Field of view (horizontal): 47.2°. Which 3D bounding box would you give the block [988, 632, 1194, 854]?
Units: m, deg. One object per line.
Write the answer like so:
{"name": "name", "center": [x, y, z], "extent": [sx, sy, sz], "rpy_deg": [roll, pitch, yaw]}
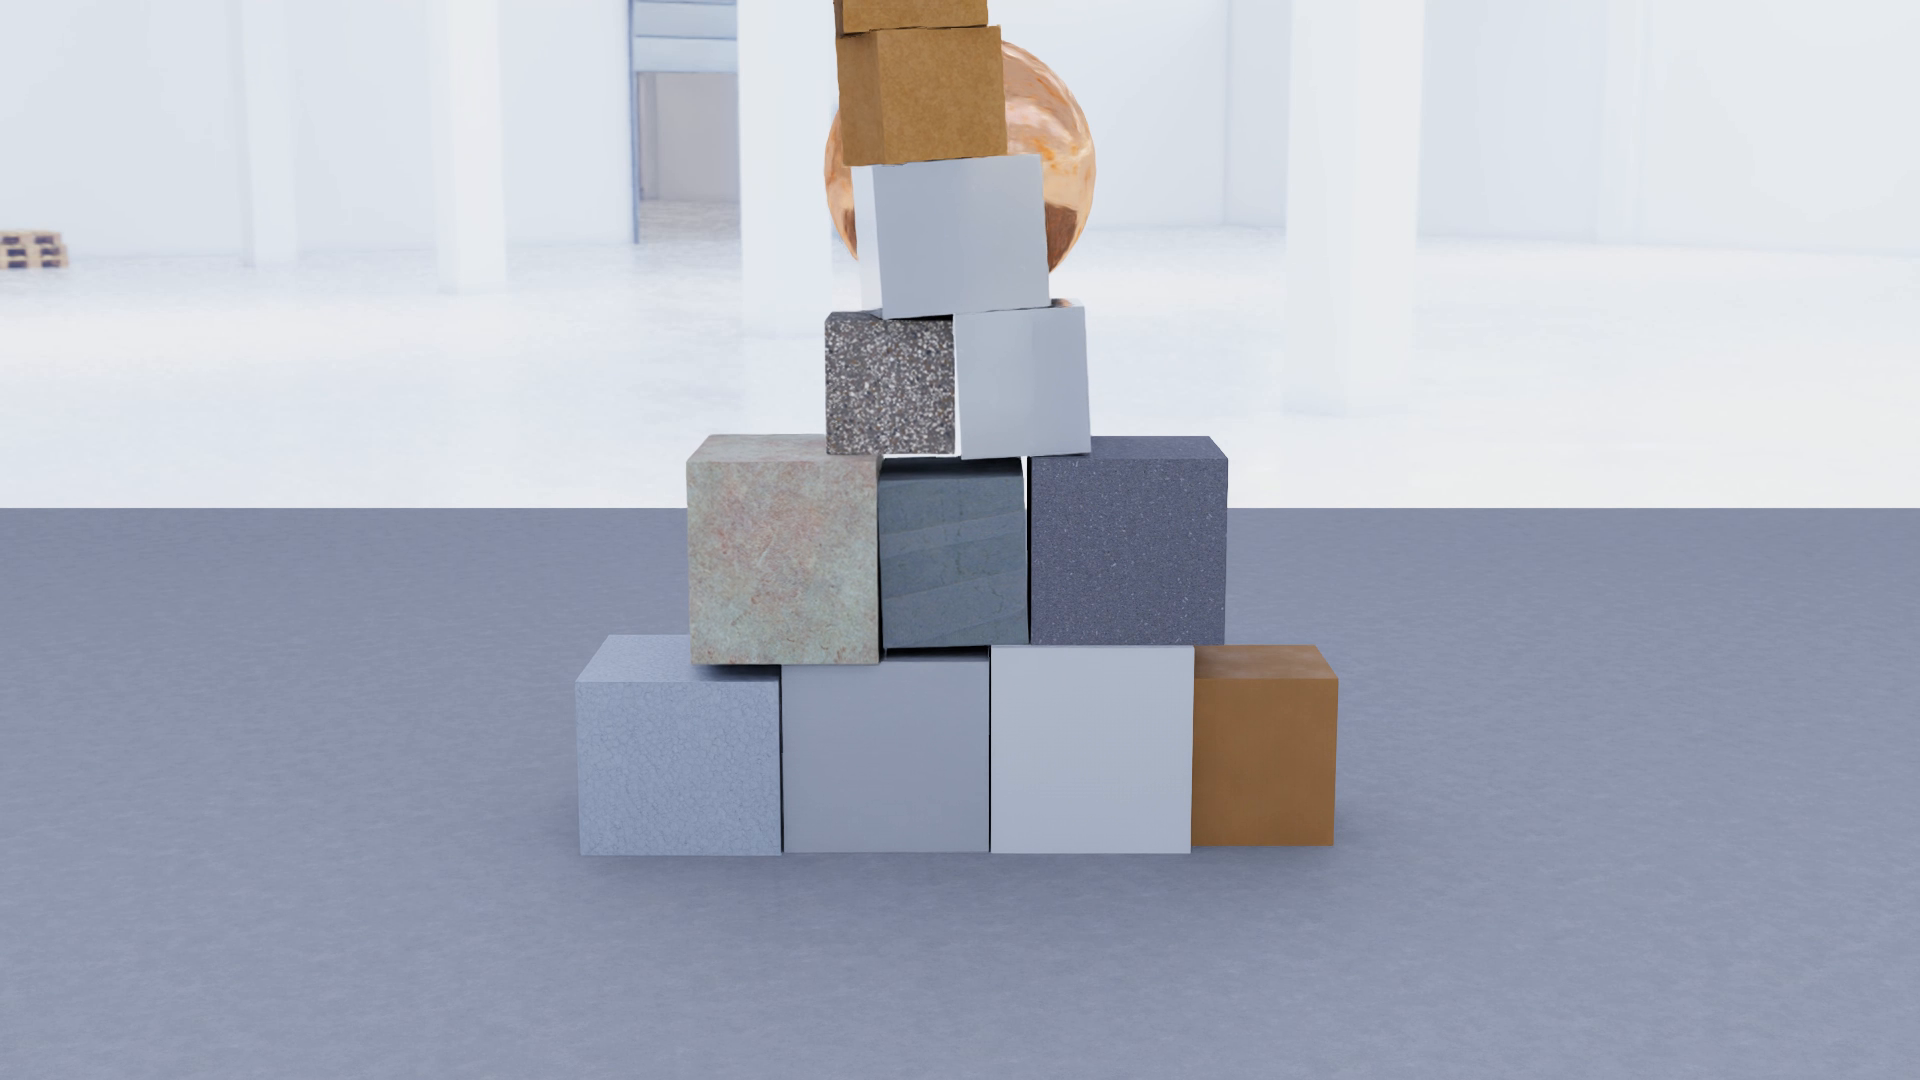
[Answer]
{"name": "block", "center": [0.652, 0.960, 11.354], "extent": [0.996, 1.049, 0.973], "rpy_deg": [0, 10, 0]}

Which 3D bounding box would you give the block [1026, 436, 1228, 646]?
{"name": "block", "center": [0.827, -0.013, 11.179], "extent": [0.955, 0.929, 0.845], "rpy_deg": [0, 10, 0]}

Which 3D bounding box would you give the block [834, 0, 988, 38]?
{"name": "block", "center": [-0.271, -2.901, 10.682], "extent": [0.689, 0.859, 0.734], "rpy_deg": [-5, 10, -5]}

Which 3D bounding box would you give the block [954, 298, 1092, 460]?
{"name": "block", "center": [0.306, -0.821, 11.035], "extent": [0.634, 0.714, 0.714], "rpy_deg": [-3, 10, 1]}

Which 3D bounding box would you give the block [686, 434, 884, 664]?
{"name": "block", "center": [-0.860, 0.024, 11.178], "extent": [0.916, 1.001, 1.024], "rpy_deg": [0, 10, 0]}

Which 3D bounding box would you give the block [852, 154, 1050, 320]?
{"name": "block", "center": [-0.057, -1.519, 10.937], "extent": [0.821, 0.732, 0.798], "rpy_deg": [-6, 10, -9]}

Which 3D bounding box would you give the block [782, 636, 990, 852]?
{"name": "block", "center": [-0.367, 0.992, 11.378], "extent": [1.020, 0.977, 0.982], "rpy_deg": [0, 10, 0]}

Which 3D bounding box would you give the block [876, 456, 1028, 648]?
{"name": "block", "center": [-0.032, 0.041, 11.176], "extent": [0.716, 0.835, 0.804], "rpy_deg": [-2, 10, 1]}

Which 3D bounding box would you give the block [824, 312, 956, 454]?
{"name": "block", "center": [-0.342, -0.799, 11.060], "extent": [0.631, 0.656, 0.624], "rpy_deg": [0, 10, 0]}

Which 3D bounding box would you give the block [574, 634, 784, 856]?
{"name": "block", "center": [-1.388, 1.039, 11.374], "extent": [0.997, 0.887, 1.047], "rpy_deg": [0, 10, 0]}

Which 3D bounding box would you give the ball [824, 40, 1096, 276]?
{"name": "ball", "center": [0.000, -2.154, 12.897], "extent": [1.600, 1.600, 1.600], "rpy_deg": [0, 10, 0]}

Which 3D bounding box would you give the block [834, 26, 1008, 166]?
{"name": "block", "center": [-0.192, -2.163, 10.743], "extent": [0.636, 0.622, 0.577], "rpy_deg": [-8, 11, -22]}

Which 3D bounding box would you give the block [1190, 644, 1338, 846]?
{"name": "block", "center": [1.521, 1.049, 11.376], "extent": [0.723, 0.866, 0.744], "rpy_deg": [0, 10, 0]}
